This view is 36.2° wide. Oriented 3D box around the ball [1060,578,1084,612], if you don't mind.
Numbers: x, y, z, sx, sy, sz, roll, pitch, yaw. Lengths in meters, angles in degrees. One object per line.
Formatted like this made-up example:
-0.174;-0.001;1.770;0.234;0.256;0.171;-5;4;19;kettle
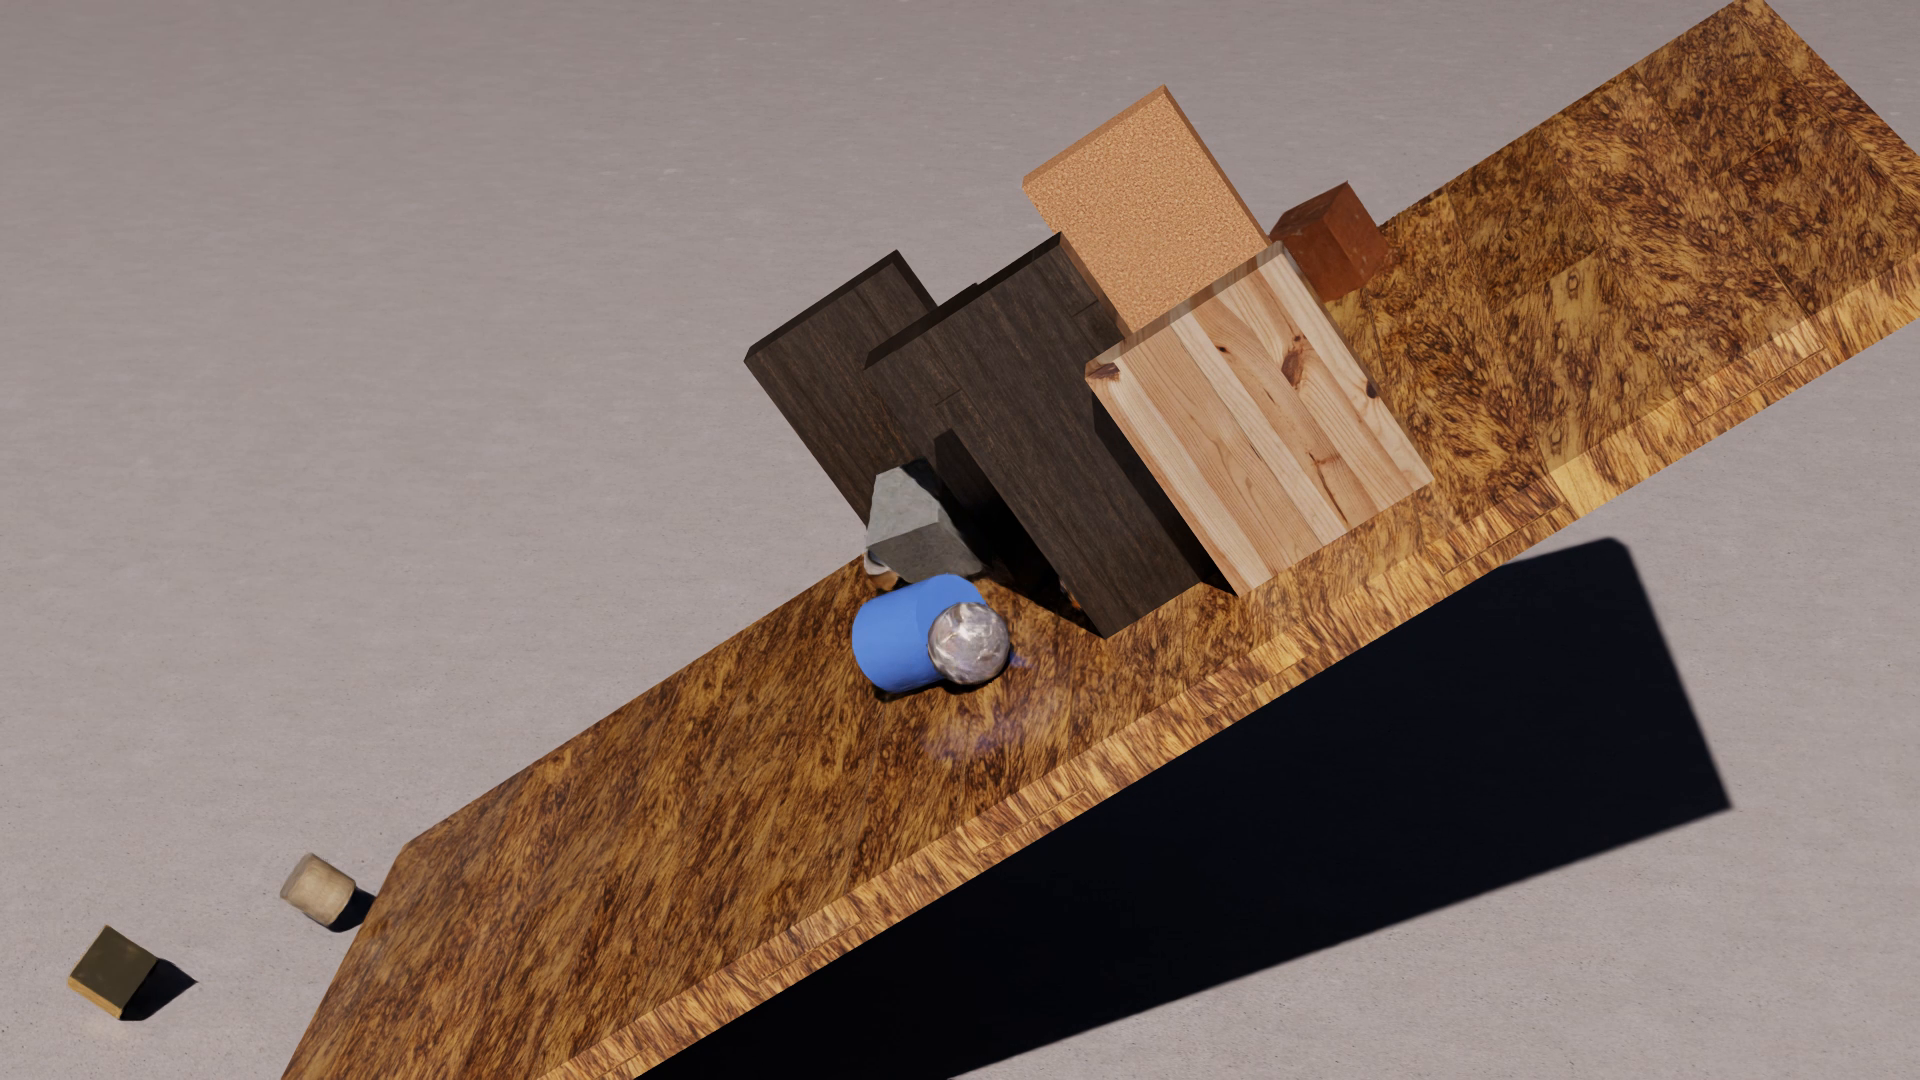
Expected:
0.263;0.080;5.862;0.131;0.131;0.131;0;21;0;ball

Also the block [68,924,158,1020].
-2.022;1.033;7.021;0.146;0.146;0.146;34;65;-4;block

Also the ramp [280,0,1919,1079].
0.136;0.173;6.305;4.000;0.100;2.000;-32;16;15;ramp

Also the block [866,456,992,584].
-0.061;-0.042;6.556;0.199;0.199;0.199;-19;47;32;block

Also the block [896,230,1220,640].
0.237;-0.194;5.635;0.374;0.708;0.097;-32;16;15;block

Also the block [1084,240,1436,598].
0.549;-0.218;5.395;0.424;0.514;0.092;-32;16;15;block

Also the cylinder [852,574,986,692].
-0.079;0.195;6.122;0.208;0.208;0.208;-22;1;-44;cylinder

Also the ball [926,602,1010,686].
0.018;0.210;5.942;0.170;0.170;0.170;0;21;0;ball

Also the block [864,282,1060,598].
0.090;-0.208;6.188;0.275;0.607;0.132;-32;16;15;block

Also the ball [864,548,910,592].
-0.155;0.051;6.848;0.139;0.139;0.139;0;21;0;ball

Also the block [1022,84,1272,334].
0.477;-0.602;6.382;0.365;0.675;0.097;-32;16;15;block

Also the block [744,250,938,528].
-0.153;-0.312;7.003;0.433;0.618;0.117;-32;16;15;block

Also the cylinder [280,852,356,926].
-1.617;0.879;7.407;0.135;0.135;0.135;37;13;-18;cylinder

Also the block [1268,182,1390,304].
0.834;-0.668;6.732;0.185;0.185;0.185;-24;19;38;block
